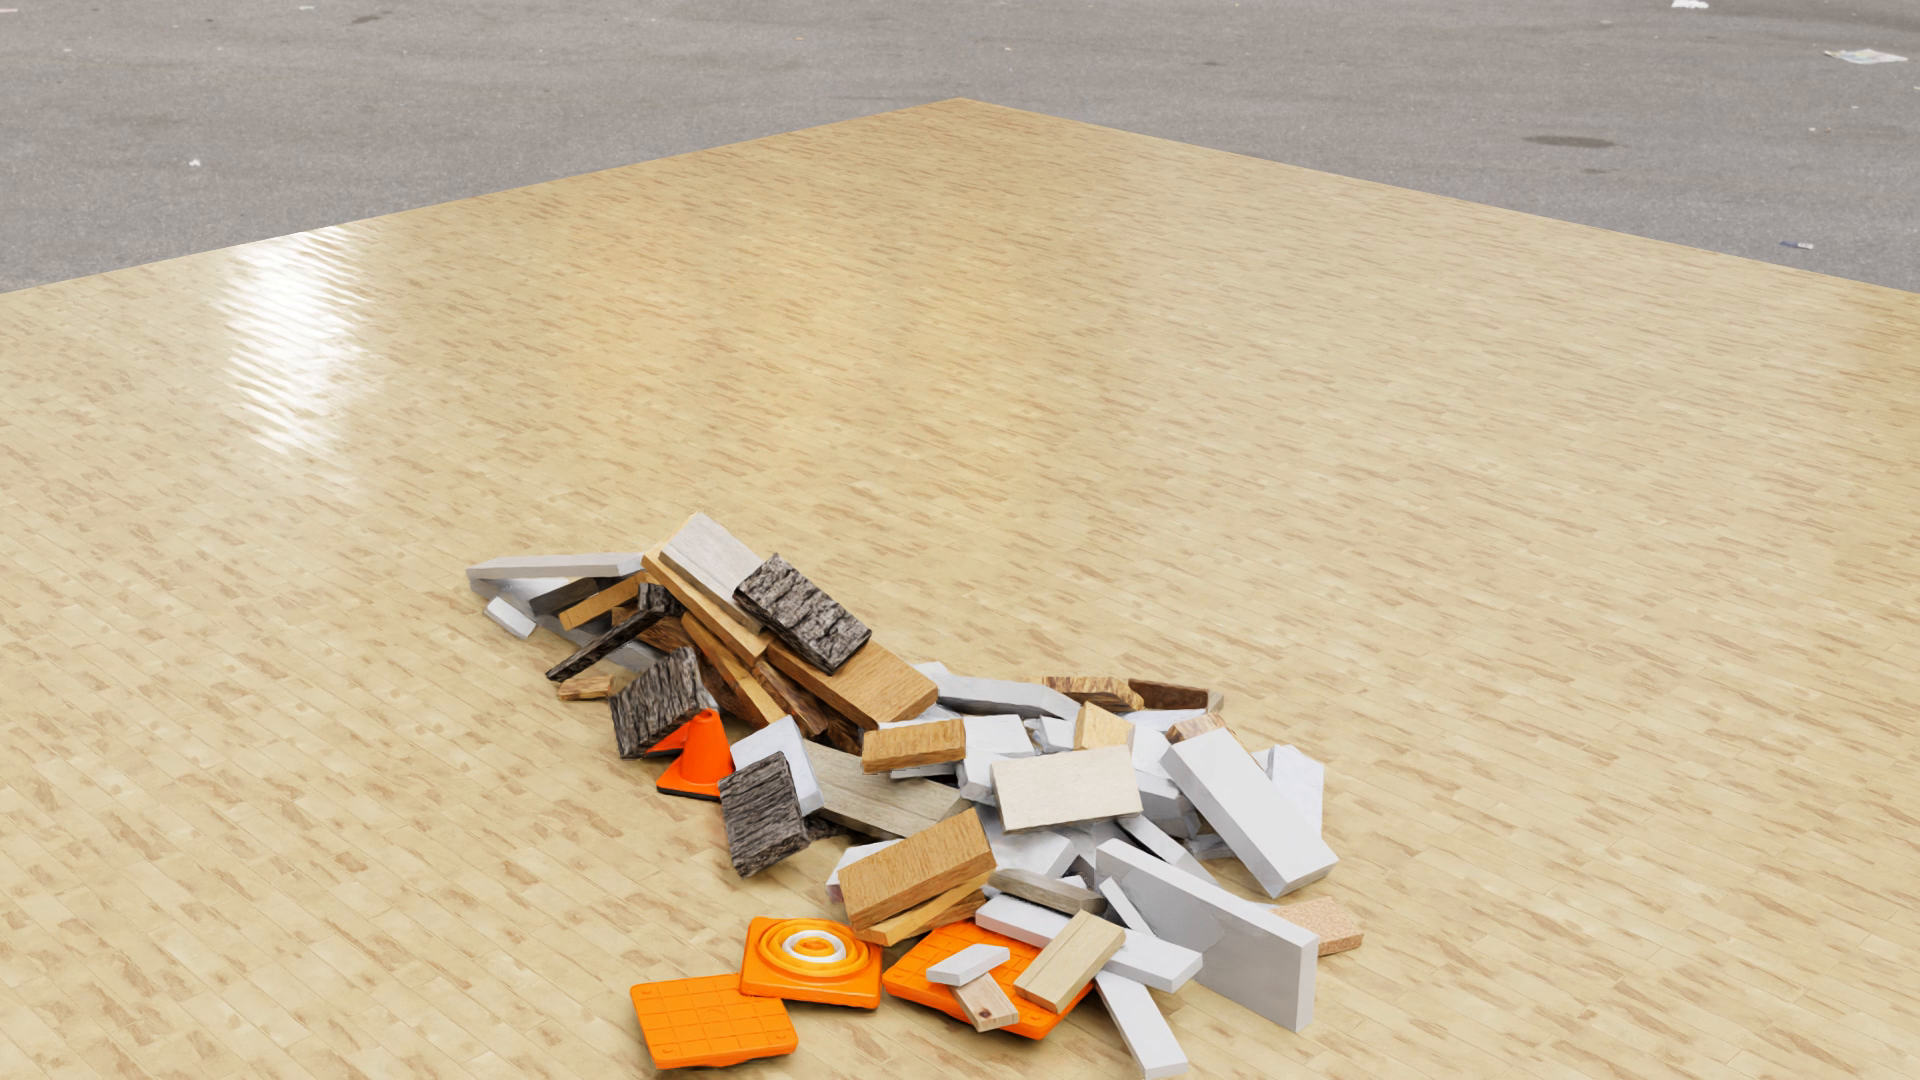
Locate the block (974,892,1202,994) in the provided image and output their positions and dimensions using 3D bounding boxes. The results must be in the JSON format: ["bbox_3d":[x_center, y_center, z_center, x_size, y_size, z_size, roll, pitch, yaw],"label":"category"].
[{"bbox_3d":[0.222,0.700,3.861,0.419,0.027,0.096,13,27,36],"label":"block"}]

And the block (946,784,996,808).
[{"bbox_3d":[-0.006,0.531,4.344,0.193,0.027,0.096,-4,61,29],"label":"block"}]

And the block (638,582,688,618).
[{"bbox_3d":[-0.580,0.138,4.768,0.235,0.018,0.064,7,62,-21],"label":"block"}]

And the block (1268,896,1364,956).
[{"bbox_3d":[0.610,0.714,3.999,0.222,0.031,0.111,-7,33,-25],"label":"block"}]

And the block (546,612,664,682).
[{"bbox_3d":[-0.770,0.219,4.913,0.369,0.016,0.058,-32,-25,19],"label":"block"}]

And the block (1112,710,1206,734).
[{"bbox_3d":[0.377,0.400,4.645,0.260,0.037,0.130,-4,14,26],"label":"block"}]

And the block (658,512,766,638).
[{"bbox_3d":[-0.487,0.071,4.633,0.268,0.038,0.134,38,56,6],"label":"block"}]

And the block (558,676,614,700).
[{"bbox_3d":[-0.837,0.331,4.923,0.116,0.016,0.058,-6,31,11],"label":"block"}]

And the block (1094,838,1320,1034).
[{"bbox_3d":[0.428,0.695,3.899,0.460,0.174,0.049,21,31,40],"label":"block"}]

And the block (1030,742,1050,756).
[{"bbox_3d":[0.146,0.429,4.547,0.065,0.018,0.232,26,-2,-21],"label":"block"}]

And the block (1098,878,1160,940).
[{"bbox_3d":[0.320,0.688,3.905,0.027,0.096,0.193,-38,72,0],"label":"block"}]

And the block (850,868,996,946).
[{"bbox_3d":[-0.063,0.651,3.979,0.270,0.028,0.099,-28,18,-36],"label":"block"}]

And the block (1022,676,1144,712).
[{"bbox_3d":[0.263,0.335,4.755,0.242,0.034,0.121,-2,-27,37],"label":"block"}]

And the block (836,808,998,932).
[{"bbox_3d":[-0.079,0.590,3.948,0.276,0.039,0.138,-25,29,1],"label":"block"}]

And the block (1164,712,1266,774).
[{"bbox_3d":[0.543,0.469,4.420,0.135,0.038,0.269,-10,52,-42],"label":"block"}]

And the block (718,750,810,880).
[{"bbox_3d":[-0.386,0.533,4.290,0.143,0.040,0.285,-27,30,2],"label":"block"}]

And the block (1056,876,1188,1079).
[{"bbox_3d":[0.261,0.745,3.809,0.072,0.021,0.622,-8,22,-11],"label":"block"}]

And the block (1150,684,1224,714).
[{"bbox_3d":[0.477,0.389,4.800,0.121,0.034,0.242,11,25,24],"label":"block"}]

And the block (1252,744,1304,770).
[{"bbox_3d":[0.592,0.490,4.567,0.289,0.031,0.111,-10,25,-22],"label":"block"}]

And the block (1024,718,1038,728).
[{"bbox_3d":[0.195,0.387,4.573,0.113,0.016,0.056,7,1,31],"label":"block"}]

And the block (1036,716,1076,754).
[{"bbox_3d":[0.239,0.407,4.459,0.164,0.023,0.082,14,35,-25],"label":"block"}]

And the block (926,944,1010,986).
[{"bbox_3d":[0.014,0.734,3.803,0.072,0.021,0.145,0,9,38],"label":"block"}]

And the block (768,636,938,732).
[{"bbox_3d":[-0.224,0.275,4.571,0.333,0.047,0.166,33,48,28],"label":"block"}]

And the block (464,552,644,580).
[{"bbox_3d":[-0.949,0.061,5.164,0.099,0.028,0.739,-21,12,-37],"label":"block"}]

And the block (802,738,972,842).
[{"bbox_3d":[-0.199,0.502,4.354,0.511,0.039,0.138,12,48,46],"label":"block"}]

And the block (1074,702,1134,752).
[{"bbox_3d":[0.355,0.437,4.457,0.260,0.037,0.130,27,37,-12],"label":"block"}]

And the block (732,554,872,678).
[{"bbox_3d":[-0.327,0.155,4.574,0.268,0.038,0.134,38,49,9],"label":"block"}]

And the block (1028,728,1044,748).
[{"bbox_3d":[0.239,0.432,4.554,0.096,0.027,0.193,1,15,-39],"label":"block"}]

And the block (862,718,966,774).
[{"bbox_3d":[-0.088,0.398,4.263,0.197,0.028,0.099,-9,30,5],"label":"block"}]

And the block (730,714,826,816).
[{"bbox_3d":[-0.371,0.475,4.447,0.143,0.040,0.285,-28,31,-1],"label":"block"}]

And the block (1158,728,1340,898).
[{"bbox_3d":[0.555,0.521,4.233,0.174,0.049,0.348,-12,53,-46],"label":"block"}]

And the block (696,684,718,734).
[{"bbox_3d":[-0.548,0.363,4.736,0.018,0.064,0.129,-1,17,-22],"label":"block"}]

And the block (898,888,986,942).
[{"bbox_3d":[-0.056,0.674,4.011,0.198,0.028,0.099,-18,20,-10],"label":"block"}]

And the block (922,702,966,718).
[{"bbox_3d":[0.039,0.416,4.607,0.395,0.047,0.167,24,-3,44],"label":"block"}]

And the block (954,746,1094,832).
[{"bbox_3d":[0.126,0.480,4.251,0.269,0.038,0.135,17,22,-14],"label":"block"}]

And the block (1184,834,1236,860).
[{"bbox_3d":[0.515,0.600,4.324,0.136,0.018,0.062,-5,23,-11],"label":"block"}]

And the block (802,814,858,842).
[{"bbox_3d":[-0.260,0.563,4.403,0.246,0.023,0.082,-9,25,-21],"label":"block"}]

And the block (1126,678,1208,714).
[{"bbox_3d":[0.452,0.342,4.792,0.178,0.056,0.016,7,18,16],"label":"block"}]
